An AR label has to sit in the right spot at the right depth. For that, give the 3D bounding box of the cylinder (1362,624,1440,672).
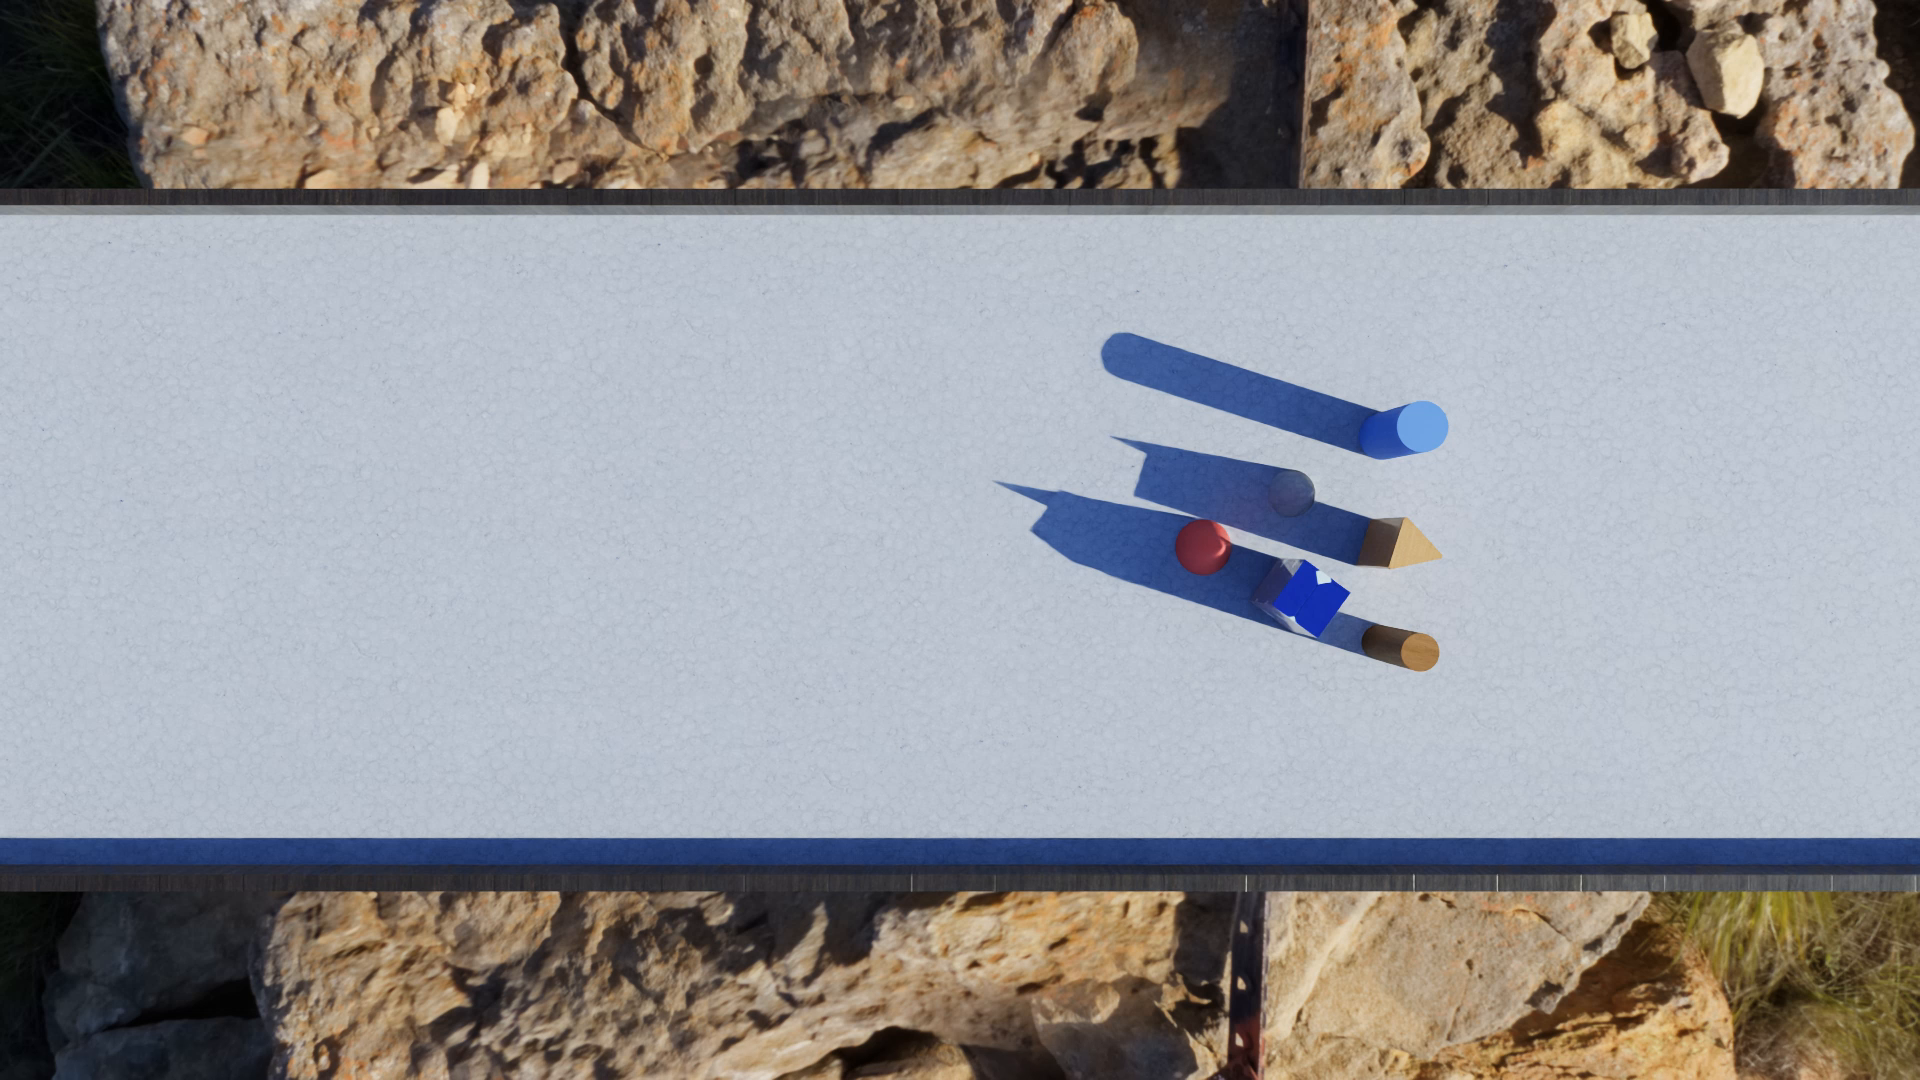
[{"bbox_3d":[1.290,0.315,4.849,0.108,0.456,0.108,0,90,0],"label":"cylinder"}]

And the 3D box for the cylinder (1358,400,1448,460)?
[{"bbox_3d":[1.299,-0.319,4.854,0.145,0.446,0.145,0,90,0],"label":"cylinder"}]

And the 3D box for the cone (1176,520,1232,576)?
[{"bbox_3d":[0.749,0.022,4.890,0.173,0.373,0.173,0,90,0],"label":"cone"}]

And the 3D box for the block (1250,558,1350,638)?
[{"bbox_3d":[1.001,0.168,4.887,0.161,0.379,0.161,36,90,0],"label":"block"}]

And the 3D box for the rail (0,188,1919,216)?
[{"bbox_3d":[-2.247,-1.025,5.002,12.000,0.150,0.050,0,90,0],"label":"rail"}]

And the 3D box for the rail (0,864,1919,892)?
[{"bbox_3d":[-2.247,1.025,5.001,12.000,0.150,0.050,0,90,0],"label":"rail"}]

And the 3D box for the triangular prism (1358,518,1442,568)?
[{"bbox_3d":[1.283,-0.001,4.884,0.153,0.385,0.133,-12,90,0],"label":"triangular prism"}]

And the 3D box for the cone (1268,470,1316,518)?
[{"bbox_3d":[1.021,-0.144,4.915,0.146,0.323,0.146,0,90,0],"label":"cone"}]
